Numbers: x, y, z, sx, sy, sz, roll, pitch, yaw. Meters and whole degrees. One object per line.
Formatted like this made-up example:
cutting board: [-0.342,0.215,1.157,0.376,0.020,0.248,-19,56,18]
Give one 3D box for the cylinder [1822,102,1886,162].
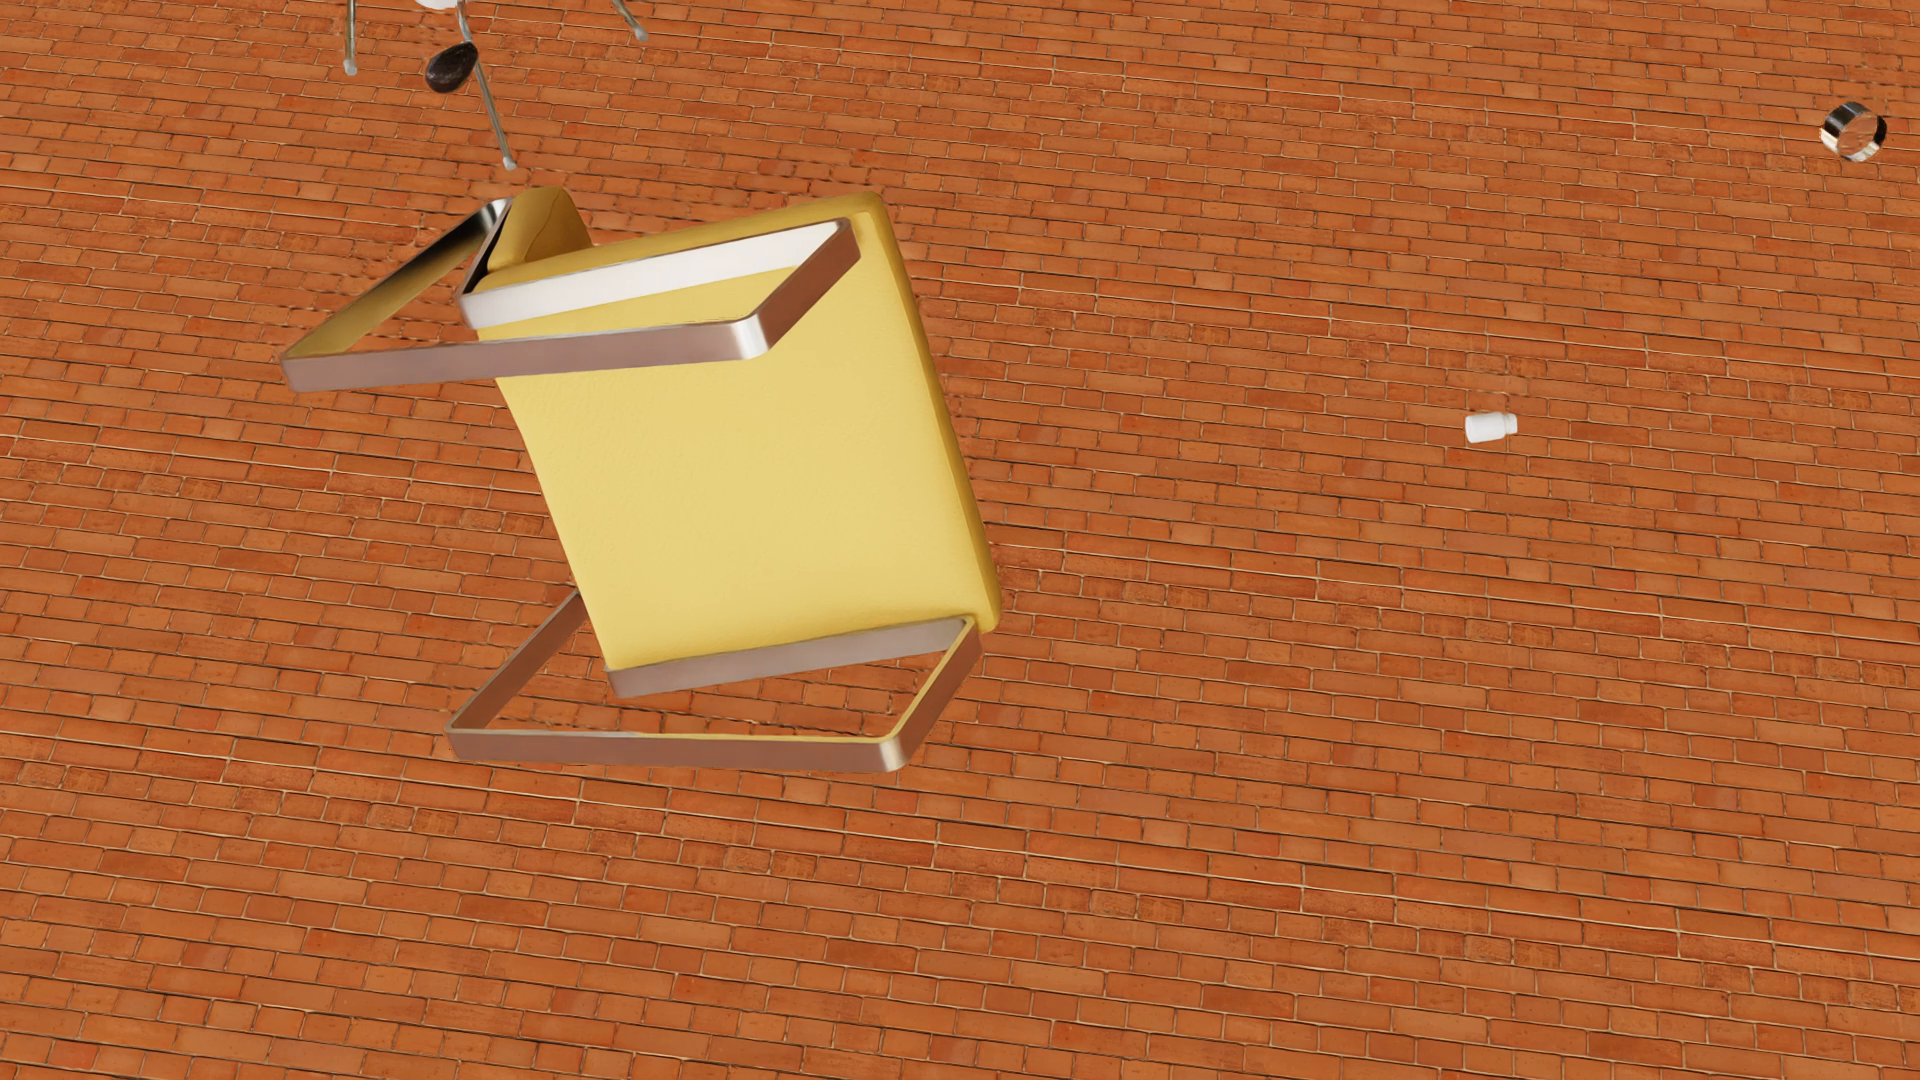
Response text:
cylinder: [1.896,-0.865,4.663,0.113,0.111,0.063,-4,30,-22]
